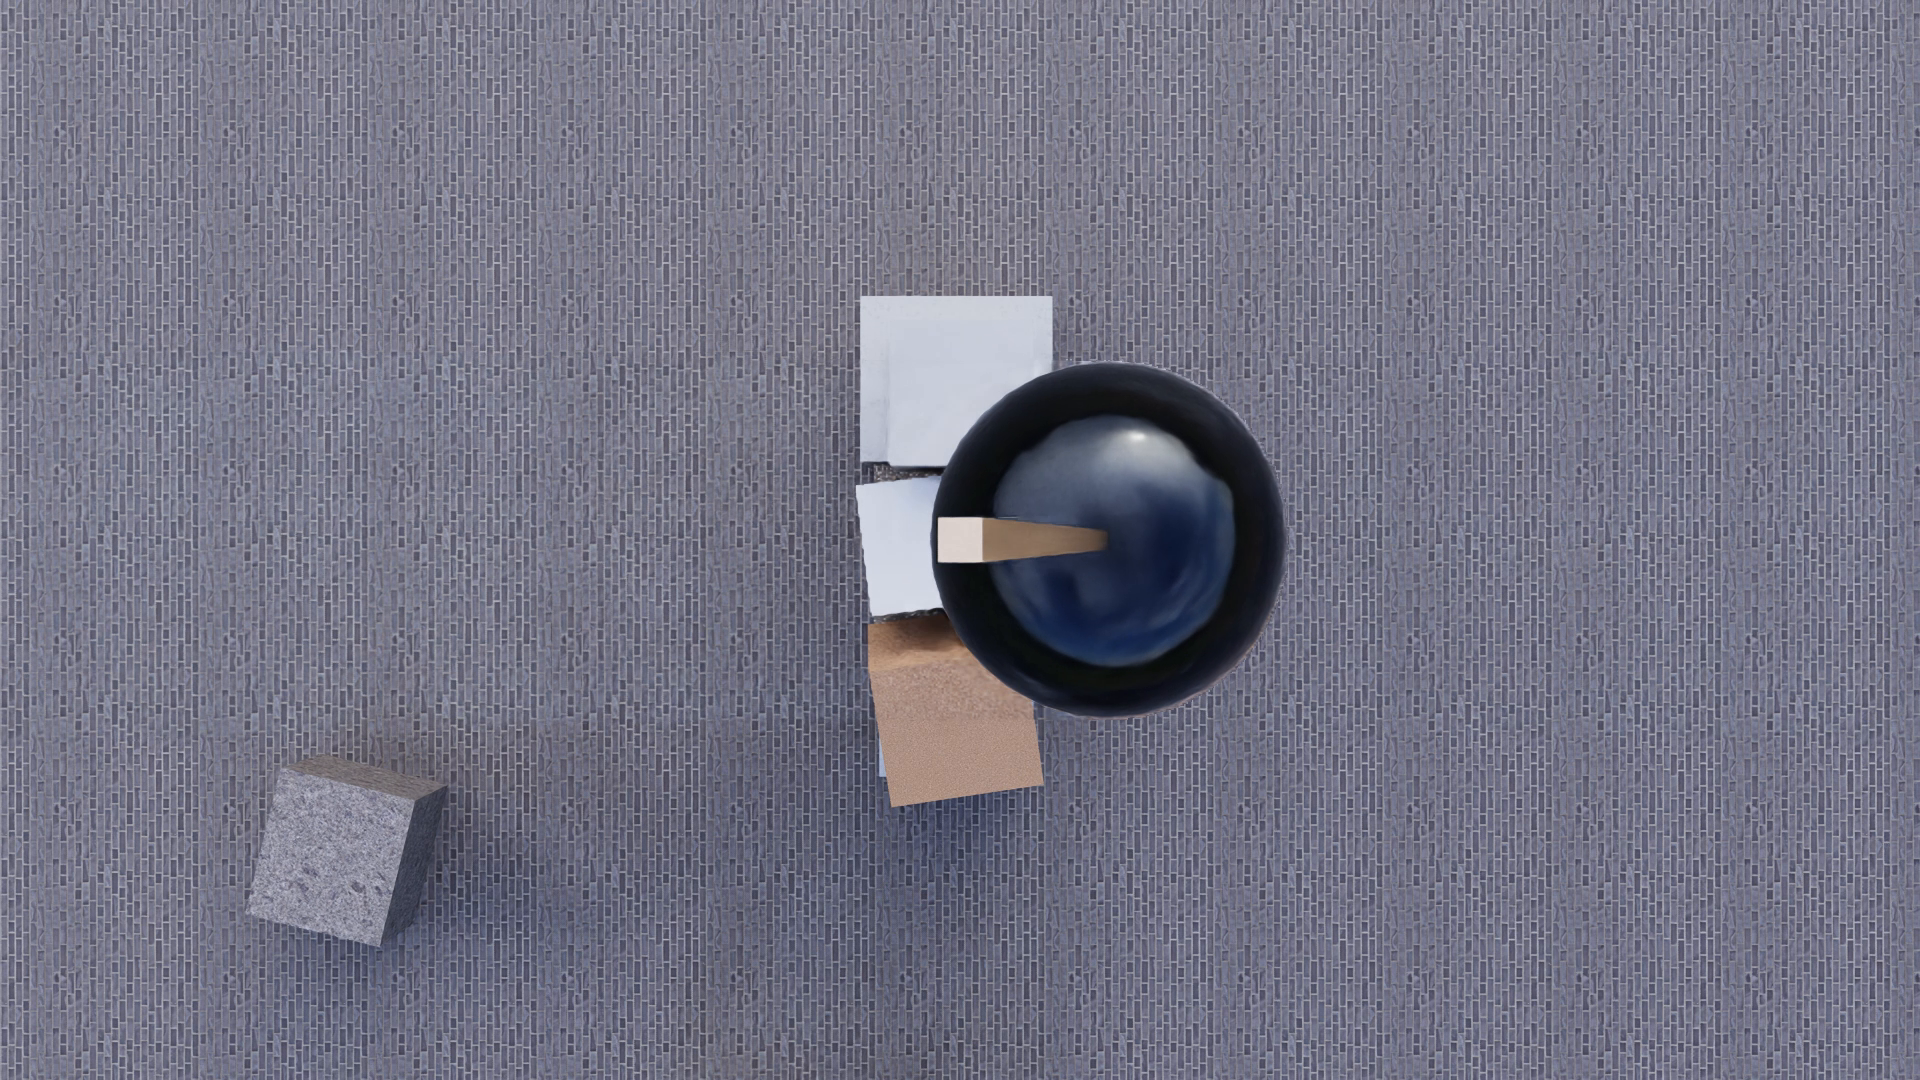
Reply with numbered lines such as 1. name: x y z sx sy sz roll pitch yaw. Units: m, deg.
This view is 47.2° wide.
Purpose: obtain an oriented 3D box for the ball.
1. ball: 0.662 0.000 9.866 1.600 1.600 1.600 0 90 0

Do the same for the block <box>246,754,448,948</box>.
1. block: -3.497 1.762 12.605 0.768 0.790 0.838 14 90 0

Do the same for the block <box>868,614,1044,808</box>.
1. block: -0.030 0.880 11.838 0.816 0.673 0.784 -9 109 0

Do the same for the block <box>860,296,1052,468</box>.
1. block: -0.020 -0.874 12.460 1.040 1.081 0.895 0 90 0

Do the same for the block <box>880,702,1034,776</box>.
1. block: -0.019 0.946 12.642 0.864 0.716 0.751 0 90 0

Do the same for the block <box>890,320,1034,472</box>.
1. block: 0.008 -0.740 11.491 0.723 0.857 0.734 0 90 0

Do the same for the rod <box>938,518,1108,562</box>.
1. rod: 0.287 0.000 6.486 0.080 5.200 0.080 0 90 6

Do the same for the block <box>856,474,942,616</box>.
1. block: -0.155 0.014 11.744 0.696 0.718 0.681 -7 90 0

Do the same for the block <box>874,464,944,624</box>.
1. block: 0.004 0.072 12.552 0.957 0.897 0.977 0 90 0
